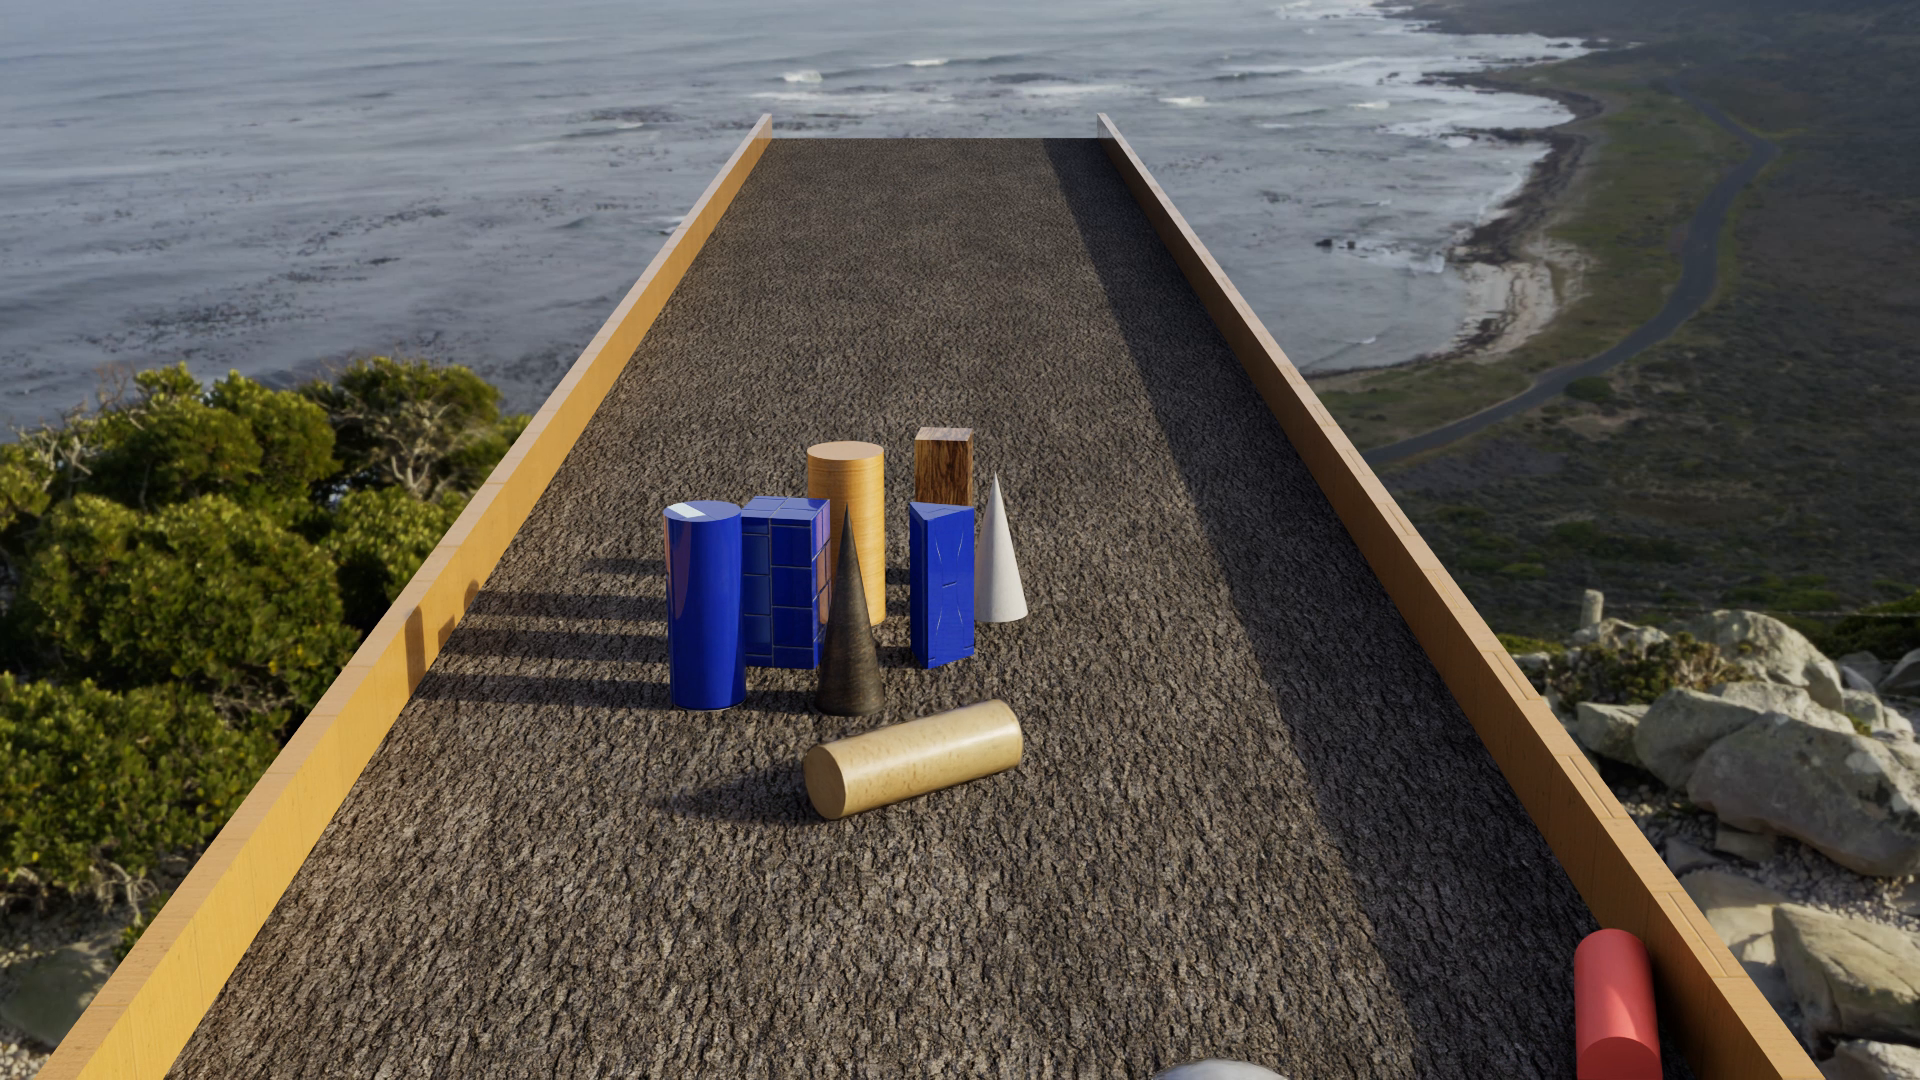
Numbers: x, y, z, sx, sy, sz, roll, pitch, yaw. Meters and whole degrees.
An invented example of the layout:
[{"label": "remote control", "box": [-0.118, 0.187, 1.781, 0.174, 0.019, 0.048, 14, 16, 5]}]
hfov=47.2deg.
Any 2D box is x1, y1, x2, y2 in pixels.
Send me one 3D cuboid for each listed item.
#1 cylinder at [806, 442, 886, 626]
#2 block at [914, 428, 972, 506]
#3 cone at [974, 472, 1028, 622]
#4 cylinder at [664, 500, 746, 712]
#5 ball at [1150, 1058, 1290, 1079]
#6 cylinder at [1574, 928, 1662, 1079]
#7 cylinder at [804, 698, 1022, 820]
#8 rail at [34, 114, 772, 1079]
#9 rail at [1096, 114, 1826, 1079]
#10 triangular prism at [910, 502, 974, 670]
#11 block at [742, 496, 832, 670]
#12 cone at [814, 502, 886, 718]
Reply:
[{"label": "cylinder", "box": [-0.238, -0.011, 4.625, 0.160, 0.365, 0.160, 0, 17, 0]}, {"label": "block", "box": [-0.035, -0.074, 4.889, 0.116, 0.334, 0.116, 2, 17, 6]}, {"label": "cone", "box": [0.074, 0.003, 4.666, 0.143, 0.313, 0.143, 0, 17, 0]}, {"label": "cylinder", "box": [-0.481, 0.124, 4.156, 0.145, 0.372, 0.145, 0, 17, 0]}, {"label": "ball", "box": [0.281, 0.704, 2.348, 0.292, 0.292, 0.292, 0, 17, 0]}, {"label": "cylinder", "box": [0.871, 0.632, 2.920, 0.104, 0.104, 0.308, 4, 17, 14]}, {"label": "cylinder", "box": [-0.077, 0.372, 3.755, 0.369, 0.126, 0.126, -12, 20, -35]}, {"label": "rail", "box": [-1.118, -0.838, 7.780, 0.050, 0.150, 12.000, 0, 17, -1]}, {"label": "rail", "box": [0.932, -0.844, 7.801, 0.050, 0.150, 12.000, 0, 17, -1]}, {"label": "triangular prism", "box": [-0.059, 0.084, 4.403, 0.132, 0.309, 0.114, -15, 22, -42]}, {"label": "block", "box": [-0.351, 0.084, 4.403, 0.154, 0.309, 0.154, 3, 17, 10]}, {"label": "cone", "box": [-0.209, 0.120, 4.121, 0.136, 0.401, 0.136, 0, 17, 0]}]
